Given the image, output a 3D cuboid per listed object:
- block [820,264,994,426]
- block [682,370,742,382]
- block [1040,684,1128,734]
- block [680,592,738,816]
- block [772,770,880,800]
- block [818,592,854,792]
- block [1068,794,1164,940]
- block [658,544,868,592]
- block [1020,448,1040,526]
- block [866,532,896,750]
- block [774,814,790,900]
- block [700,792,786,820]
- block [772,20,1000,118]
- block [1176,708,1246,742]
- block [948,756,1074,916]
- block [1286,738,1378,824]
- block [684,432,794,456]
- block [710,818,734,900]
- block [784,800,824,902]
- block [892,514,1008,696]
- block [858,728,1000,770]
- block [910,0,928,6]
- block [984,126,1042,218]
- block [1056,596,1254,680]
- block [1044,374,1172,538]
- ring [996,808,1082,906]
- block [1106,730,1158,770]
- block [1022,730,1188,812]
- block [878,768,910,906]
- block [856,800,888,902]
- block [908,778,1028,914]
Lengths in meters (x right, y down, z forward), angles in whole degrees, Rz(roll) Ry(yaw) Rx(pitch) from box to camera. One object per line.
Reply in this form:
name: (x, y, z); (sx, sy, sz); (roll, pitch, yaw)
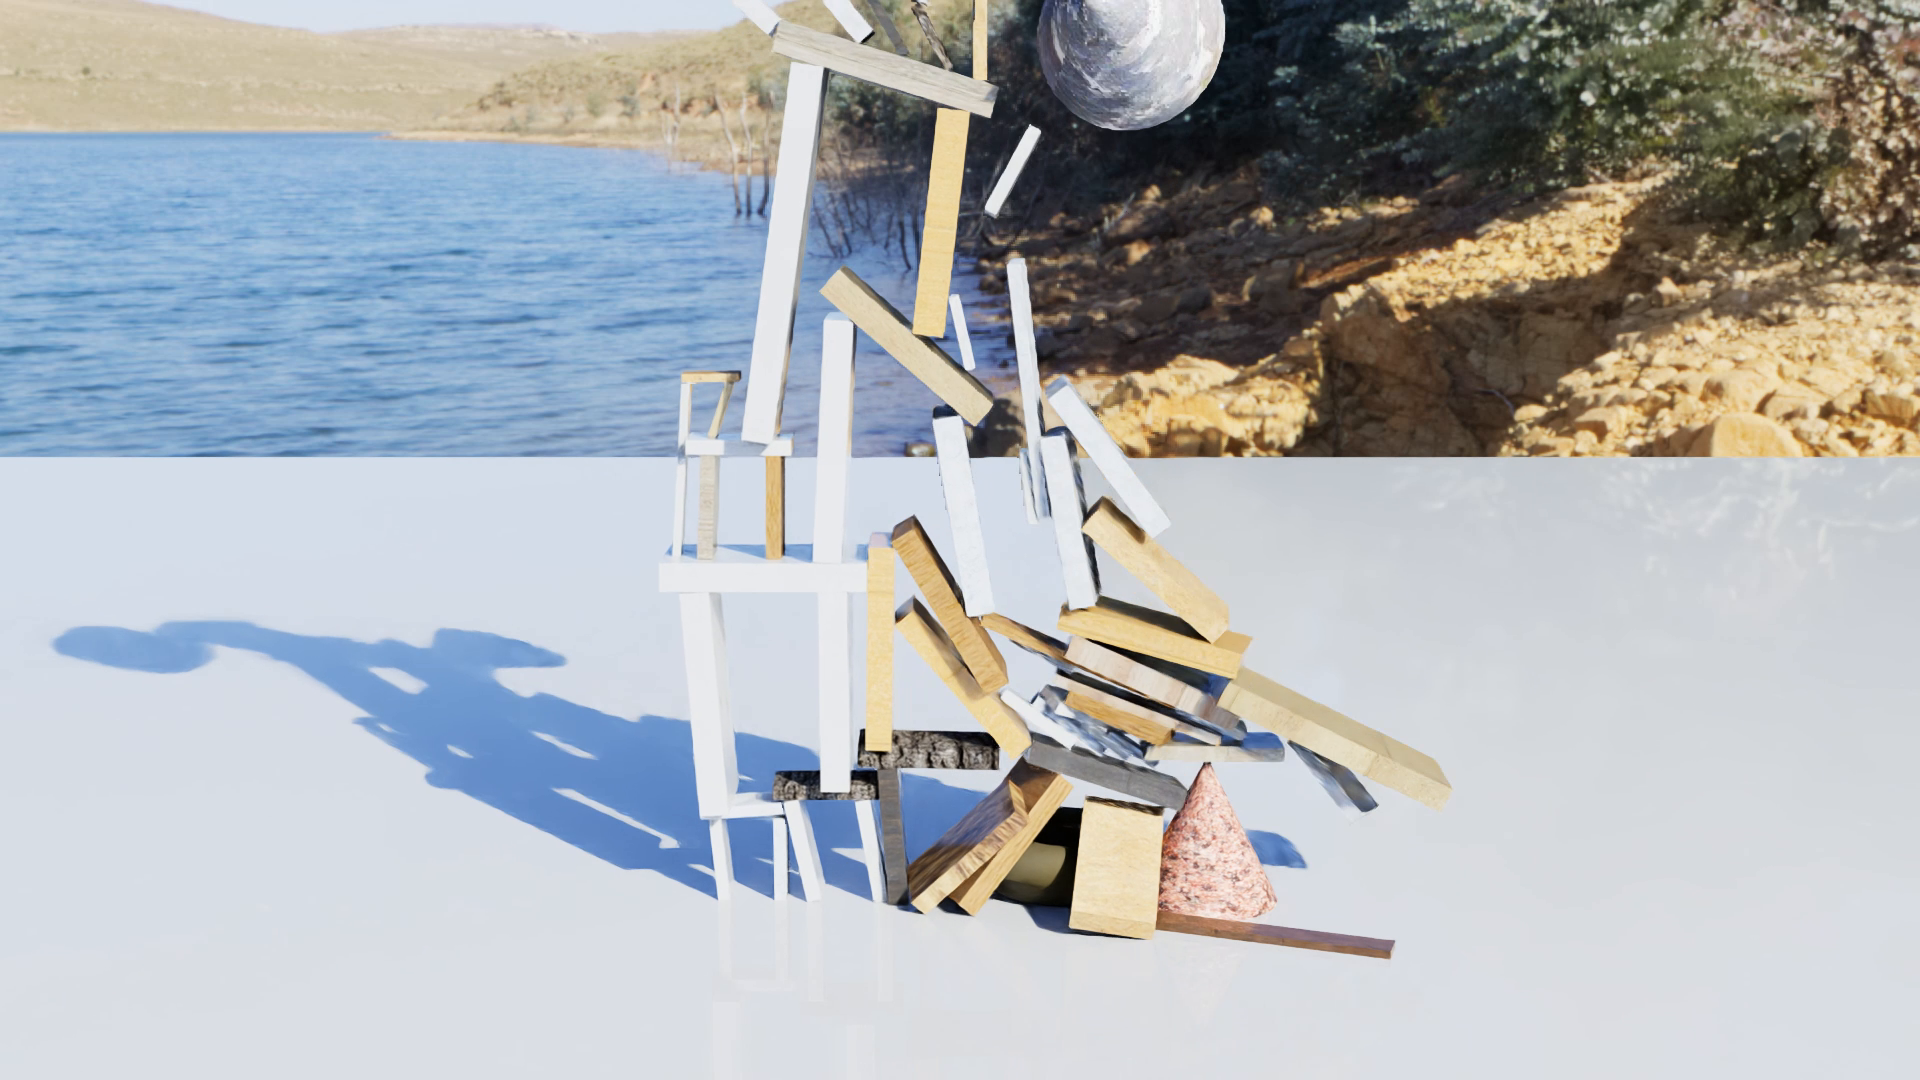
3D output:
block: (-0.082, -0.312, 3.500); (0.320, 0.045, 0.160); (41, 8, -7)
block: (-0.396, -0.262, 3.513); (0.091, 0.013, 0.045); (0, 11, 0)
block: (0.211, 0.281, 3.654); (0.143, 0.020, 0.072); (18, 16, -24)
block: (-0.411, 0.251, 3.610); (0.047, 0.369, 0.165); (-4, 10, 1)
block: (-0.220, 0.405, 3.636); (0.174, 0.025, 0.087); (0, 10, 0)
block: (-0.202, 0.230, 3.607); (0.047, 0.330, 0.165); (0, 10, 0)
block: (0.255, 0.526, 3.555); (0.133, 0.038, 0.266); (8, 37, 3)
block: (-0.314, 0.045, 3.572); (0.330, 0.047, 0.165); (0, 11, 0)
block: (0.113, -0.087, 3.551); (0.017, 0.117, 0.059); (-7, 10, 5)
block: (-0.129, 0.163, 3.593); (0.042, 0.333, 0.147); (1, 10, -1)
block: (-0.297, 0.521, 3.659); (0.020, 0.140, 0.070); (0, 11, 0)
block: (-0.357, 0.439, 3.644); (0.139, 0.020, 0.070); (-4, 11, 1)
block: (-0.114, -0.731, 3.424); (0.346, 0.049, 0.173); (16, 10, -3)
block: (0.413, 0.293, 3.622); (0.119, 0.017, 0.059); (23, 14, 1)
block: (0.065, 0.484, 3.629); (0.038, 0.266, 0.133); (42, -9, -25)
block: (0.620, 0.388, 3.662); (0.174, 0.025, 0.087); (52, 24, 15)
block: (-0.353, -0.154, 3.527); (0.167, 0.024, 0.084); (0, 11, -1)
block: (-0.396, 0.520, 3.659); (0.020, 0.139, 0.070); (-5, 10, 1)
block: (-0.258, 0.504, 3.654); (0.025, 0.174, 0.087); (-12, 10, 2)
block: (-0.016, 0.104, 3.581); (0.042, 0.293, 0.147); (-31, 9, 5)
block: (-0.051, 0.345, 3.627); (0.231, 0.033, 0.116); (1, 10, -1)
block: (-0.102, -0.851, 3.405); (0.110, 0.016, 0.055); (15, 10, -3)
block: (0.082, -0.576, 3.442); (0.021, 0.147, 0.073); (29, 4, 0)
block: (0.320, 0.152, 3.586); (0.299, 0.042, 0.149); (15, 12, 12)
block: (0.237, -0.137, 3.541); (0.040, 0.279, 0.140); (-36, 9, 7)
ring: (0.176, 0.533, 3.710); (0.300, 0.100, 0.300); (0, 12, 0)
block: (0.286, 0.345, 3.656); (0.096, 0.014, 0.048); (34, 7, 0)
block: (0.238, 0.383, 3.659); (0.266, 0.038, 0.133); (18, 2, -4)
block: (-0.110, 0.475, 3.648); (0.033, 0.231, 0.116); (-4, 10, 0)
block: (-0.145, 0.504, 3.654); (0.025, 0.174, 0.087); (-10, 10, 1)
block: (0.011, 0.500, 3.594); (0.231, 0.033, 0.116); (-43, 19, 12)
